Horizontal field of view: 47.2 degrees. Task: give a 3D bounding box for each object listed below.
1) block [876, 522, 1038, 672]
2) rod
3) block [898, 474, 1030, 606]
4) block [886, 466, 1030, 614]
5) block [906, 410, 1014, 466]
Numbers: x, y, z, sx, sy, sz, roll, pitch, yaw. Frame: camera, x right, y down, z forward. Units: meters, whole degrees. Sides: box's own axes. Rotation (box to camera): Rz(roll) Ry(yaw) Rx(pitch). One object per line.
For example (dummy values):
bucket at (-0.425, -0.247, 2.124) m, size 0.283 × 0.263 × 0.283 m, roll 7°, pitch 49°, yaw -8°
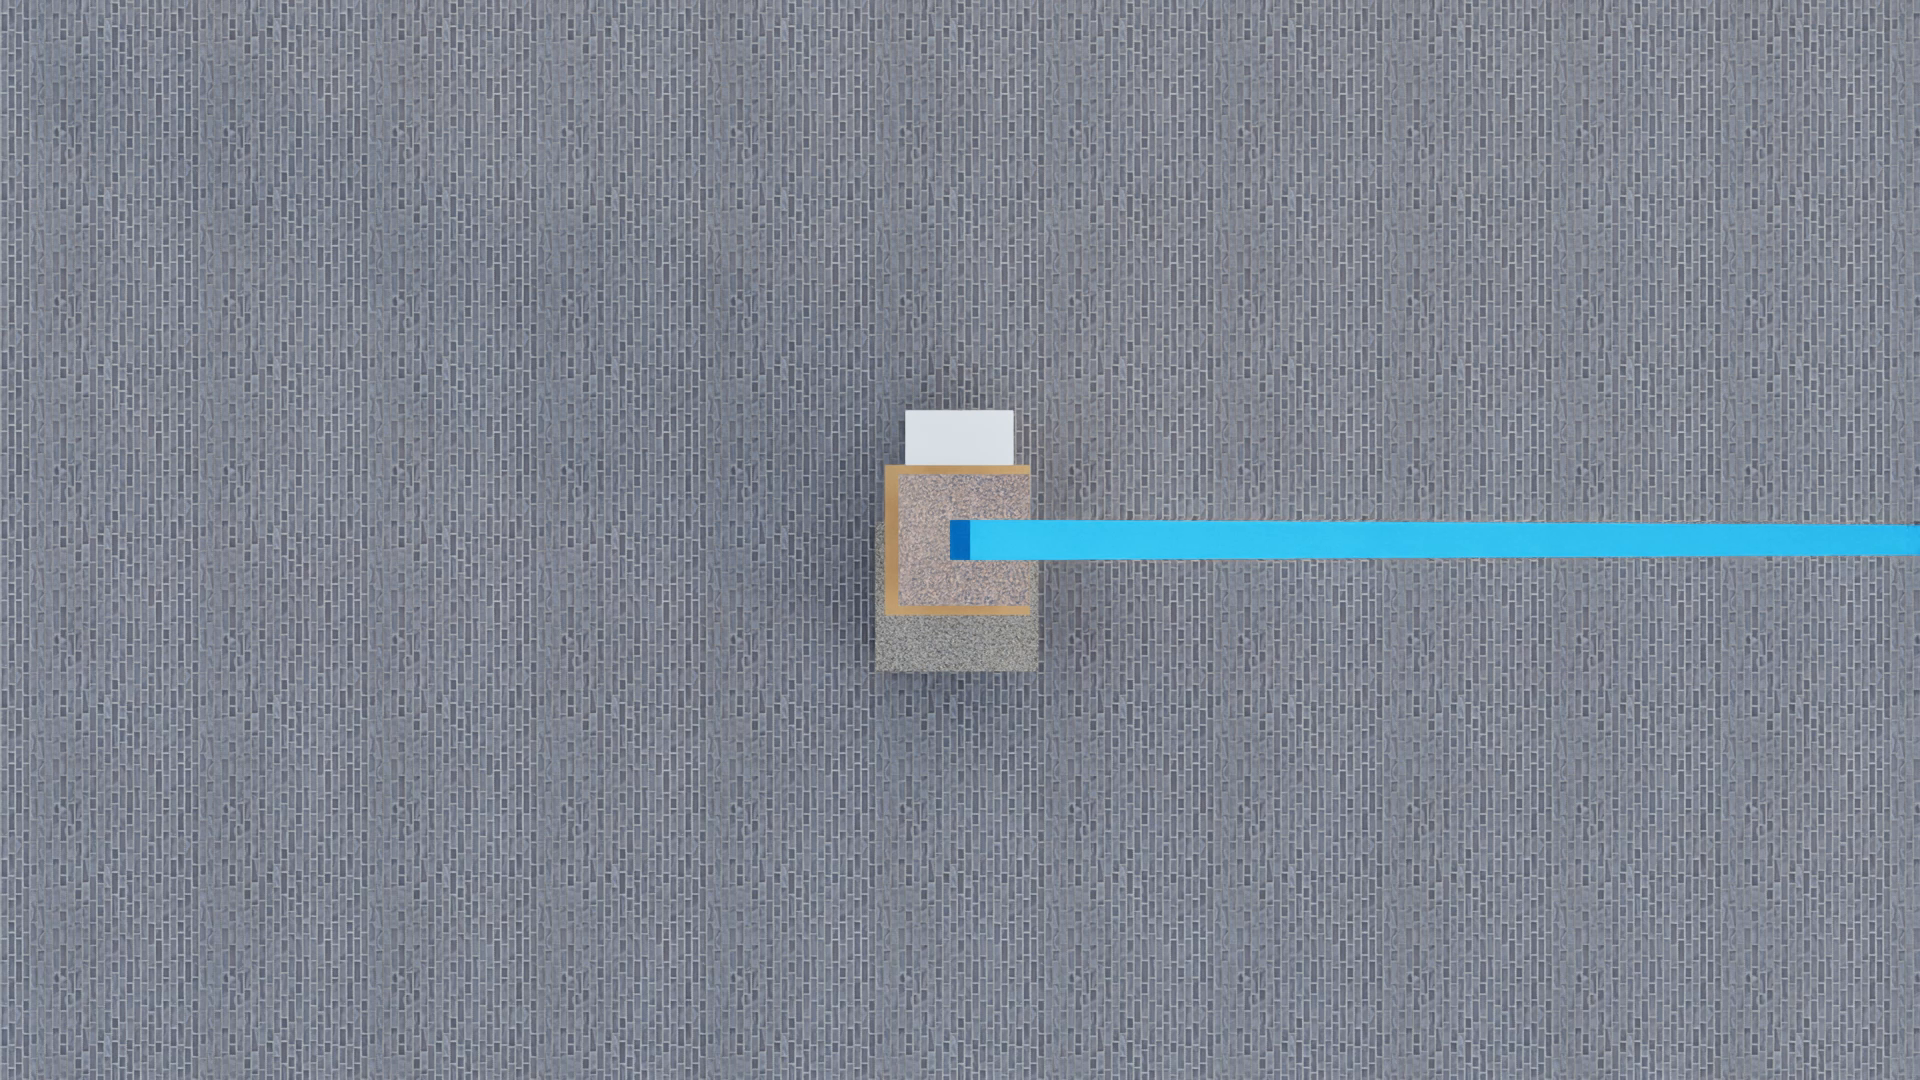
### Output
block at (-0.017, 0.316, 12.633) m, size 0.911 × 0.734 × 0.834 m, roll 0°, pitch 90°, yaw 0°
rod at (2.234, 0.000, 5.729) m, size 5.200 × 0.080 × 0.080 m, roll 0°, pitch 90°, yaw -31°
block at (0.016, 0.000, 8.915) m, size 0.516 × 0.501 × 0.518 m, roll 0°, pitch 90°, yaw 0°
block at (-0.011, 0.000, 10.472) m, size 0.672 × 0.550 × 0.695 m, roll 0°, pitch 90°, yaw 0°
block at (-0.003, -0.422, 12.716) m, size 0.609 × 0.568 × 0.622 m, roll 0°, pitch 90°, yaw 0°
